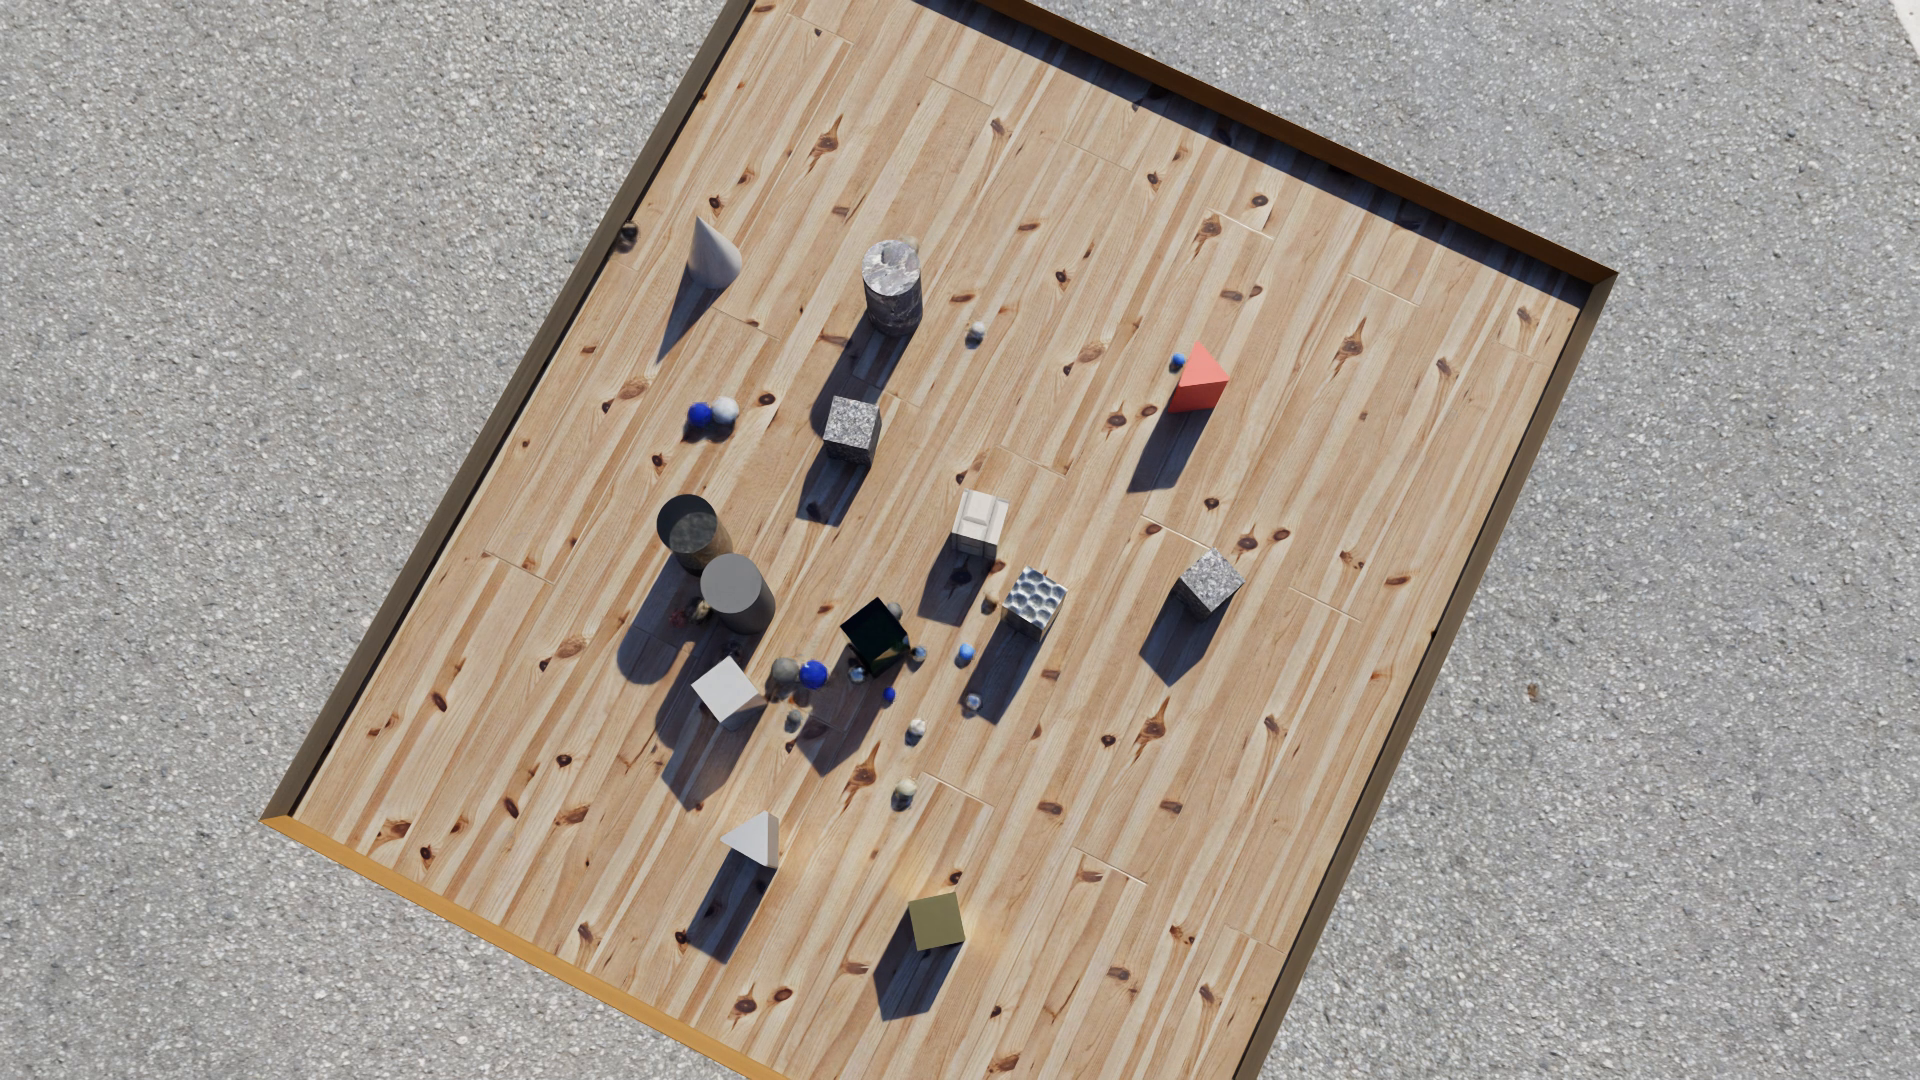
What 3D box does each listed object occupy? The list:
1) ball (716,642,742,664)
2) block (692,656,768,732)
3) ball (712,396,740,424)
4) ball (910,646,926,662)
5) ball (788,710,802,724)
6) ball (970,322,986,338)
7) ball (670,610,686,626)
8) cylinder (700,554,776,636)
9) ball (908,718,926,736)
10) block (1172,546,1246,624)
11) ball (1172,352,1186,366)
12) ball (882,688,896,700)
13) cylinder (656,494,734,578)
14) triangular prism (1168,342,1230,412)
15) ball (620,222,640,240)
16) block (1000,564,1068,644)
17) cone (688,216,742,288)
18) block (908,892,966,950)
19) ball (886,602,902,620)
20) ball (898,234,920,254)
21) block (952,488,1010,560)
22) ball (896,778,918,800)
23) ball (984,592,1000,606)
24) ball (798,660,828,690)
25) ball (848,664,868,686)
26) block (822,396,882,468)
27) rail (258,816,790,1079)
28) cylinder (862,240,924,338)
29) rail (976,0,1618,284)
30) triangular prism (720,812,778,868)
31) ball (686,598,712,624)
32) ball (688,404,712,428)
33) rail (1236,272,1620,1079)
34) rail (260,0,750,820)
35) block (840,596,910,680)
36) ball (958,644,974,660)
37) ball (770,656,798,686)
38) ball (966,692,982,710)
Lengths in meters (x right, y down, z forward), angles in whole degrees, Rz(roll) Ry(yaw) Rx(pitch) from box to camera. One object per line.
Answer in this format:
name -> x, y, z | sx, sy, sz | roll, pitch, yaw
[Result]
ball -> -0.693, 0.343, 5.507 | 0.075, 0.075, 0.075 | 0, 78, 0
block -> -0.673, 0.454, 5.381 | 0.138, 0.277, 0.138 | -38, 81, -7
ball -> -0.724, -0.398, 5.652 | 0.085, 0.085, 0.085 | 0, 78, 0
ball -> -0.124, 0.343, 5.521 | 0.048, 0.048, 0.048 | 0, 78, 0
ball -> -0.494, 0.531, 5.484 | 0.045, 0.045, 0.045 | 0, 78, 0
ball -> 0.055, -0.655, 5.725 | 0.051, 0.051, 0.051 | 0, 78, 0
ball -> -0.853, 0.236, 5.541 | 0.052, 0.052, 0.052 | 0, 78, 0
cylinder -> -0.647, 0.163, 5.374 | 0.173, 0.407, 0.173 | 0, 78, 0
ball -> -0.128, 0.560, 5.474 | 0.052, 0.052, 0.052 | 0, 78, 0
block -> 0.739, 0.137, 5.472 | 0.138, 0.227, 0.138 | -41, 81, -8
ball -> 0.683, -0.564, 5.712 | 0.041, 0.041, 0.041 | 0, 78, 0
ball -> -0.212, 0.462, 5.500 | 0.040, 0.040, 0.040 | 0, 78, 0
cylinder -> -0.781, -0.008, 5.423 | 0.173, 0.382, 0.173 | 0, 78, 0
triangular prism -> 0.713, -0.498, 5.568 | 0.150, 0.295, 0.130 | -8, 78, -2
ball -> -1.044, -0.976, 5.786 | 0.061, 0.061, 0.061 | 0, 78, 0
block -> 0.216, 0.194, 5.429 | 0.138, 0.288, 0.138 | 31, 80, 6
cone -> -0.776, -0.918, 5.600 | 0.173, 0.404, 0.173 | 0, 78, 0
block -> -0.066, 1.096, 5.268 | 0.138, 0.238, 0.138 | -11, 79, -2
ball -> -0.203, 0.218, 5.541 | 0.058, 0.058, 0.058 | 0, 78, 0
ball -> -0.163, -0.924, 5.769 | 0.074, 0.074, 0.074 | 0, 78, 0
block -> 0.061, -0.045, 5.502 | 0.138, 0.242, 0.138 | 16, 79, 3
ball -> -0.159, 0.737, 5.432 | 0.063, 0.063, 0.063 | 0, 78, 0
ball -> 0.097, 0.179, 5.555 | 0.046, 0.046, 0.046 | 0, 78, 0
ball -> -0.439, 0.404, 5.489 | 0.087, 0.087, 0.087 | 0, 78, 0
ball -> -0.306, 0.405, 5.501 | 0.061, 0.061, 0.061 | 0, 78, 0
block -> -0.325, -0.328, 5.571 | 0.138, 0.221, 0.138 | 13, 79, 3
rail -> -0.734, 1.444, 5.260 | 2.903, 0.112, 0.045 | 26, 80, 5
cylinder -> -0.203, -0.759, 5.570 | 0.173, 0.397, 0.173 | 0, 78, 0
rail -> 0.734, -1.432, 5.853 | 2.903, 0.112, 0.045 | 26, 80, 5
triangular prism -> -0.573, 0.847, 5.278 | 0.150, 0.320, 0.130 | 29, 80, 6
ball -> -0.788, 0.214, 5.530 | 0.082, 0.082, 0.082 | 0, 78, 0
ball -> -0.804, -0.385, 5.657 | 0.076, 0.076, 0.076 | 0, 78, 0
rail -> 1.277, 0.631, 5.427 | 0.045, 0.112, 3.330 | 26, 80, 5
rail -> -1.277, -0.619, 5.686 | 0.045, 0.112, 3.330 | 26, 80, 5
block -> -0.246, 0.291, 5.381 | 0.138, 0.344, 0.138 | -38, 81, -7
ball -> 0.020, 0.336, 5.523 | 0.047, 0.047, 0.047 | 0, 78, 0
ball -> -0.525, 0.393, 5.492 | 0.085, 0.085, 0.085 | 0, 78, 0
ball -> 0.041, 0.483, 5.491 | 0.049, 0.049, 0.049 | 0, 78, 0
